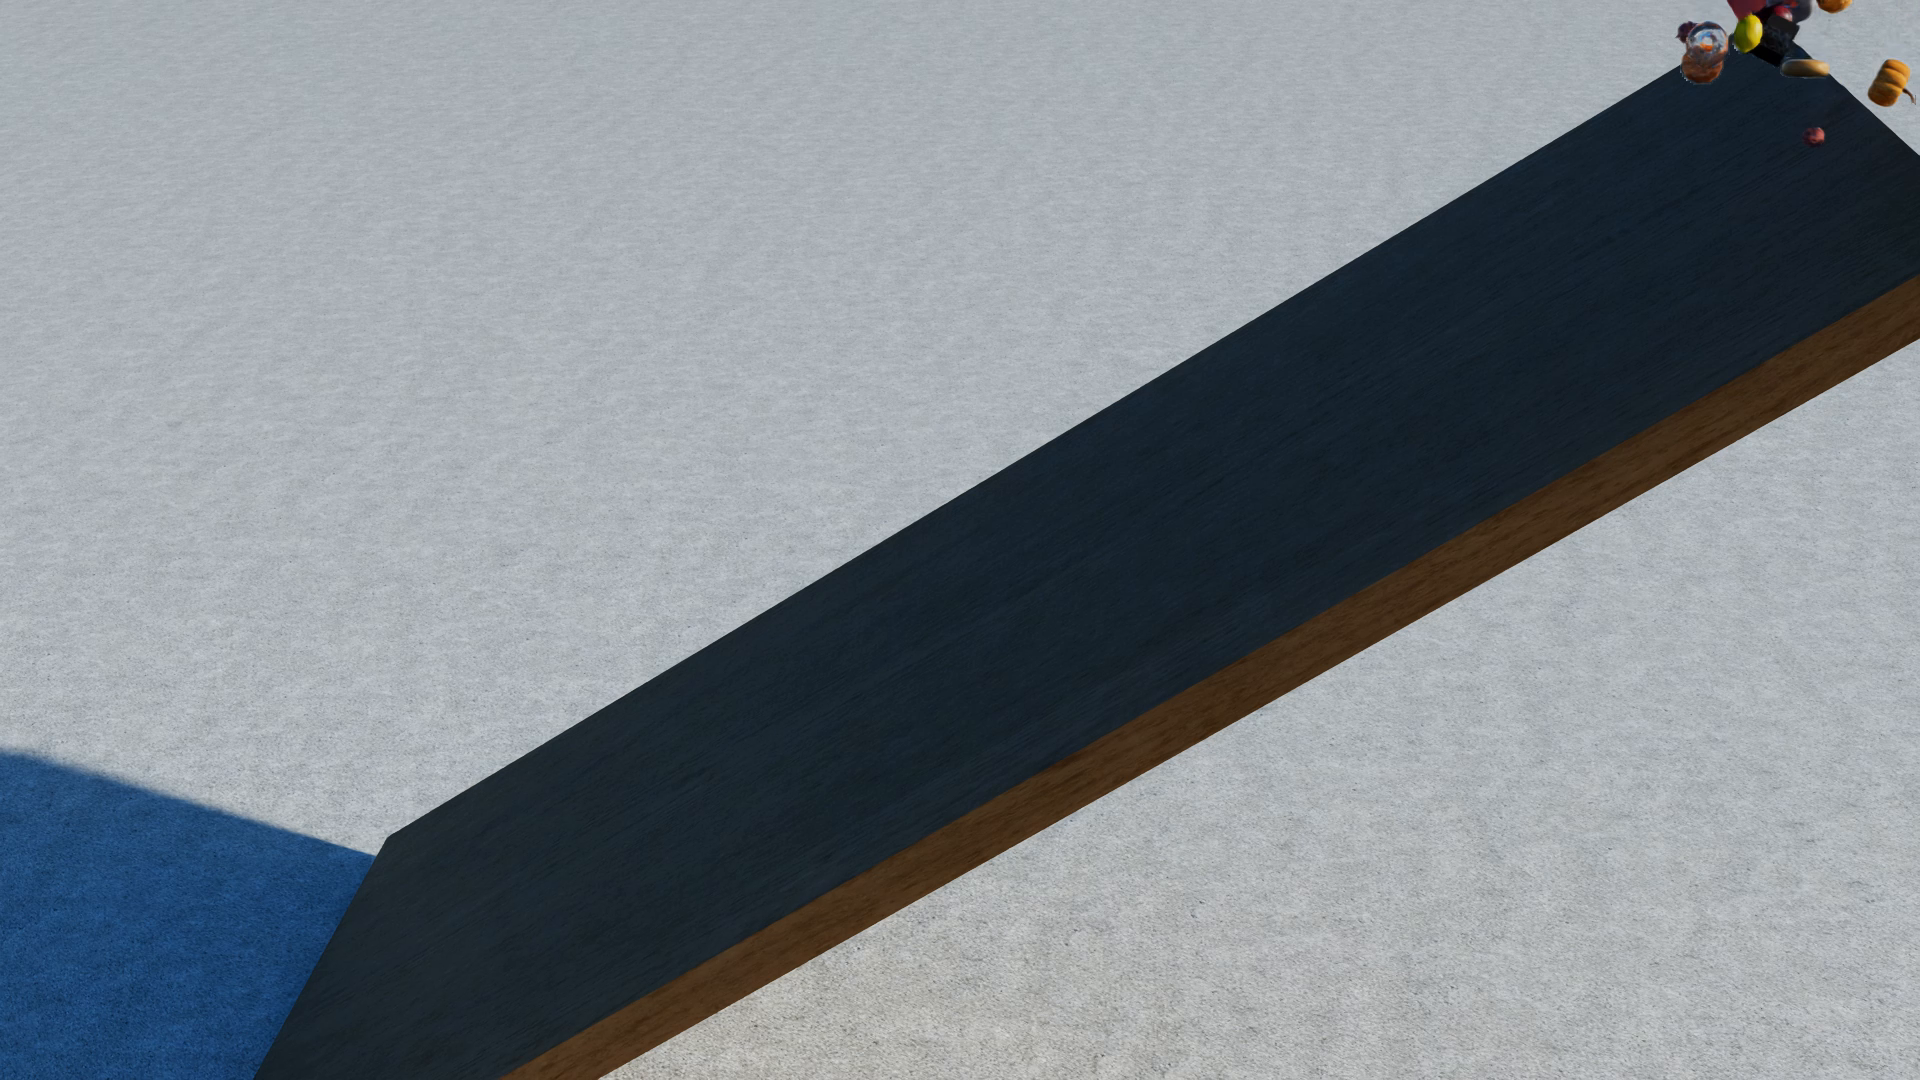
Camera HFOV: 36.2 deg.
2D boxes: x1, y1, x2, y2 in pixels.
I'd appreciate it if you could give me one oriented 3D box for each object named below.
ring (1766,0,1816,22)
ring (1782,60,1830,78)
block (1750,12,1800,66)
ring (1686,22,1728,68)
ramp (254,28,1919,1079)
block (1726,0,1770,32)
[{"bbox_3d":[1.605,-1.038,5.685,0.094,0.094,0.031,9,57,23],"label":"ring"},{"bbox_3d":[1.700,-0.947,5.911,0.094,0.031,0.094,2,7,0],"label":"ring"},{"bbox_3d":[1.539,-0.946,5.555,0.060,0.060,0.060,30,60,8],"label":"block"},{"bbox_3d":[1.422,-0.942,5.596,0.087,0.087,0.029,17,22,39],"label":"ring"},{"bbox_3d":[0.140,0.170,6.295,4.000,0.100,2.000,-31,15,14],"label":"ramp"},{"bbox_3d":[1.582,-1.067,5.784,0.094,0.094,0.094,1,54,-35],"label":"block"}]
